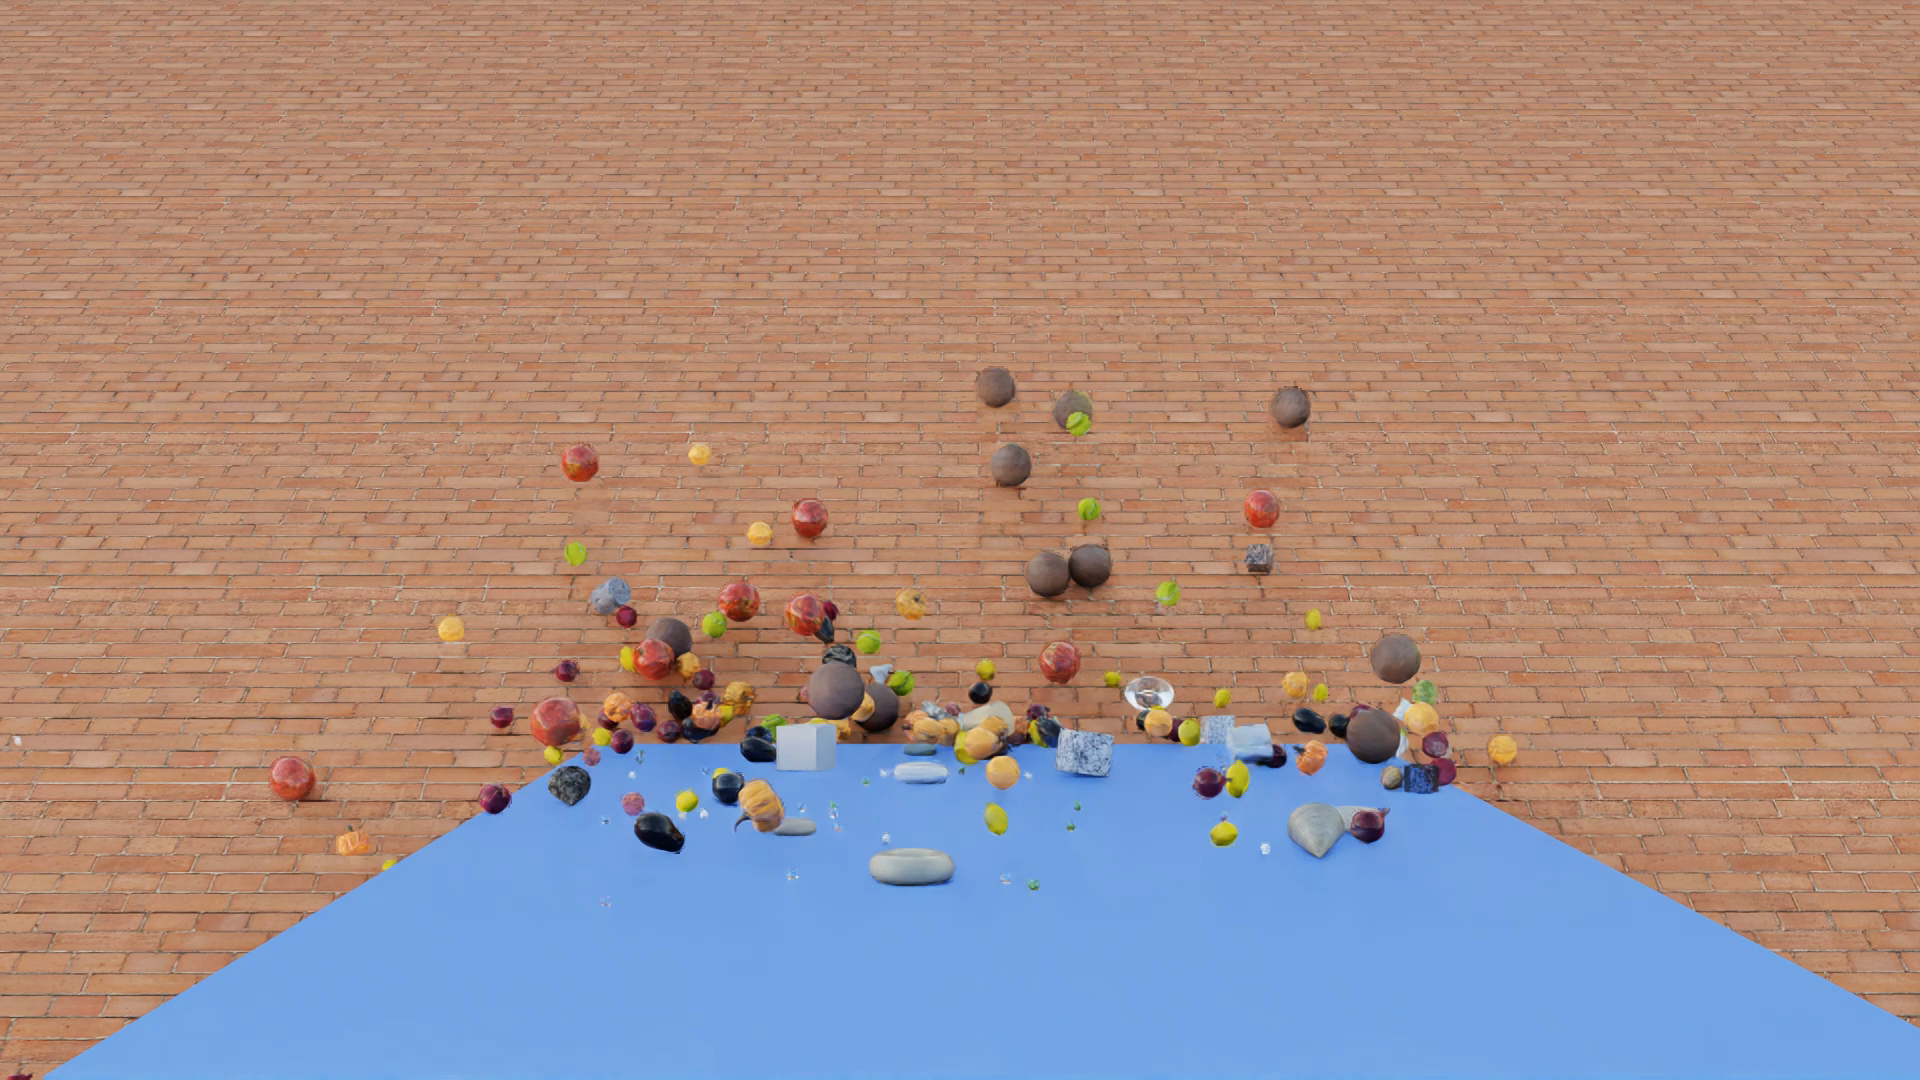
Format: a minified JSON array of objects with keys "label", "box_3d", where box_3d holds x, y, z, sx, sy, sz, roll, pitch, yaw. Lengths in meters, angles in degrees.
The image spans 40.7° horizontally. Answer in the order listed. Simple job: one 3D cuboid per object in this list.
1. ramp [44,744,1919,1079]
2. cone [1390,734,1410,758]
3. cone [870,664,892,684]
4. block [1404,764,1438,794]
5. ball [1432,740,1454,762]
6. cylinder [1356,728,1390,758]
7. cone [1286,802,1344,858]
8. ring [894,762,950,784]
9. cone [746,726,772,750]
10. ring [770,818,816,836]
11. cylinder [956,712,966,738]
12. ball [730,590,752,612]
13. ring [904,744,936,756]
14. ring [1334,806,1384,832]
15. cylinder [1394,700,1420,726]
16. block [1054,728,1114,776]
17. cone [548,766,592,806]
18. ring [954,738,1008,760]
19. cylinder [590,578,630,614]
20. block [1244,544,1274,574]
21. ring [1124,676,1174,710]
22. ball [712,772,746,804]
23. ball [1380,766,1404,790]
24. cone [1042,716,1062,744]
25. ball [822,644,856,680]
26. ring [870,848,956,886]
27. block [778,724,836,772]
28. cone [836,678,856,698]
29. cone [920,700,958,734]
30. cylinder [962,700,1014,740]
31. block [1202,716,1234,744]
[{"label":"ramp","box_3d":[0.065,0.584,4.633,2.000,0.100,4.000,0,0,0]},{"label":"cone","box_3d":[1.057,0.511,6.263,0.063,0.063,0.063,4,25,7]},{"label":"cone","box_3d":[-0.204,0.352,7.030,0.059,0.059,0.059,-38,27,13]},{"label":"block","box_3d":[0.971,0.502,5.436,0.055,0.055,0.055,0,0,30]},{"label":"ball","box_3d":[1.252,0.548,6.710,0.056,0.056,0.056,0,29,0]},{"label":"cylinder","box_3d":[0.996,0.489,6.234,0.067,0.067,0.067,1,27,27]},{"label":"cone","box_3d":[0.606,0.513,4.380,0.098,0.098,0.098,1,27,2]},{"label":"ring","box_3d":[-0.083,0.509,5.635,0.121,0.040,0.121,1,1,0]},{"label":"cone","box_3d":[-0.503,0.510,6.456,0.065,0.065,0.065,0,27,0]},{"label":"ring","box_3d":[-0.301,0.520,4.691,0.084,0.028,0.084,-1,1,0]},{"label":"cylinder","box_3d":[0.028,0.483,6.699,0.066,0.066,0.066,5,29,8]},{"label":"ball","box_3d":[-0.623,0.175,7.375,0.063,0.063,0.063,0,29,0]},{"label":"ring","box_3d":[-0.096,0.512,6.303,0.079,0.026,0.079,1,1,0]},{"label":"ring","box_3d":[0.718,0.513,4.752,0.122,0.041,0.122,0,-1,0]},{"label":"cylinder","box_3d":[1.171,0.451,6.780,0.050,0.050,0.050,30,5,-3]},{"label":"block","box_3d":[0.278,0.475,5.785,0.093,0.093,0.093,9,-3,-21]},{"label":"cone","box_3d":[-0.780,0.512,5.192,0.086,0.086,0.086,-6,28,-10]},{"label":"ring","box_3d":[0.051,0.504,6.241,0.134,0.045,0.134,-1,1,0]},{"label":"cylinder","box_3d":[-0.992,0.159,7.345,0.081,0.081,0.081,-30,10,37]},{"label":"block","box_3d":[0.874,0.053,7.543,0.064,0.064,0.064,3,66,23]},{"label":"ring","box_3d":[0.510,0.413,6.966,0.132,0.044,0.132,0,30,0]},{"label":"ball","box_3d":[-0.465,0.498,5.204,0.066,0.066,0.066,0,29,0]},{"label":"ball","box_3d":[0.914,0.504,5.475,0.051,0.051,0.051,0,29,0]},{"label":"cone","box_3d":[0.248,0.491,6.714,0.070,0.070,0.070,0,-2,0]},{"label":"ball","box_3d":[-0.311,0.314,6.663,0.089,0.089,0.089,0,29,0]},{"label":"ring","box_3d":[-0.075,0.515,4.077,0.136,0.045,0.136,0,2,0]},{"label":"block","box_3d":[-0.354,0.478,5.966,0.100,0.100,0.100,0,0,25]},{"label":"cone","box_3d":[-0.308,0.407,6.998,0.052,0.052,0.052,0,56,0]},{"label":"cone","box_3d":[-0.047,0.469,6.806,0.092,0.092,0.092,4,29,21]},{"label":"cylinder","box_3d":[0.071,0.464,6.522,0.095,0.095,0.095,-23,13,36]},{"label":"block","box_3d":[0.668,0.490,6.701,0.069,0.069,0.069,0,-1,-10]}]
